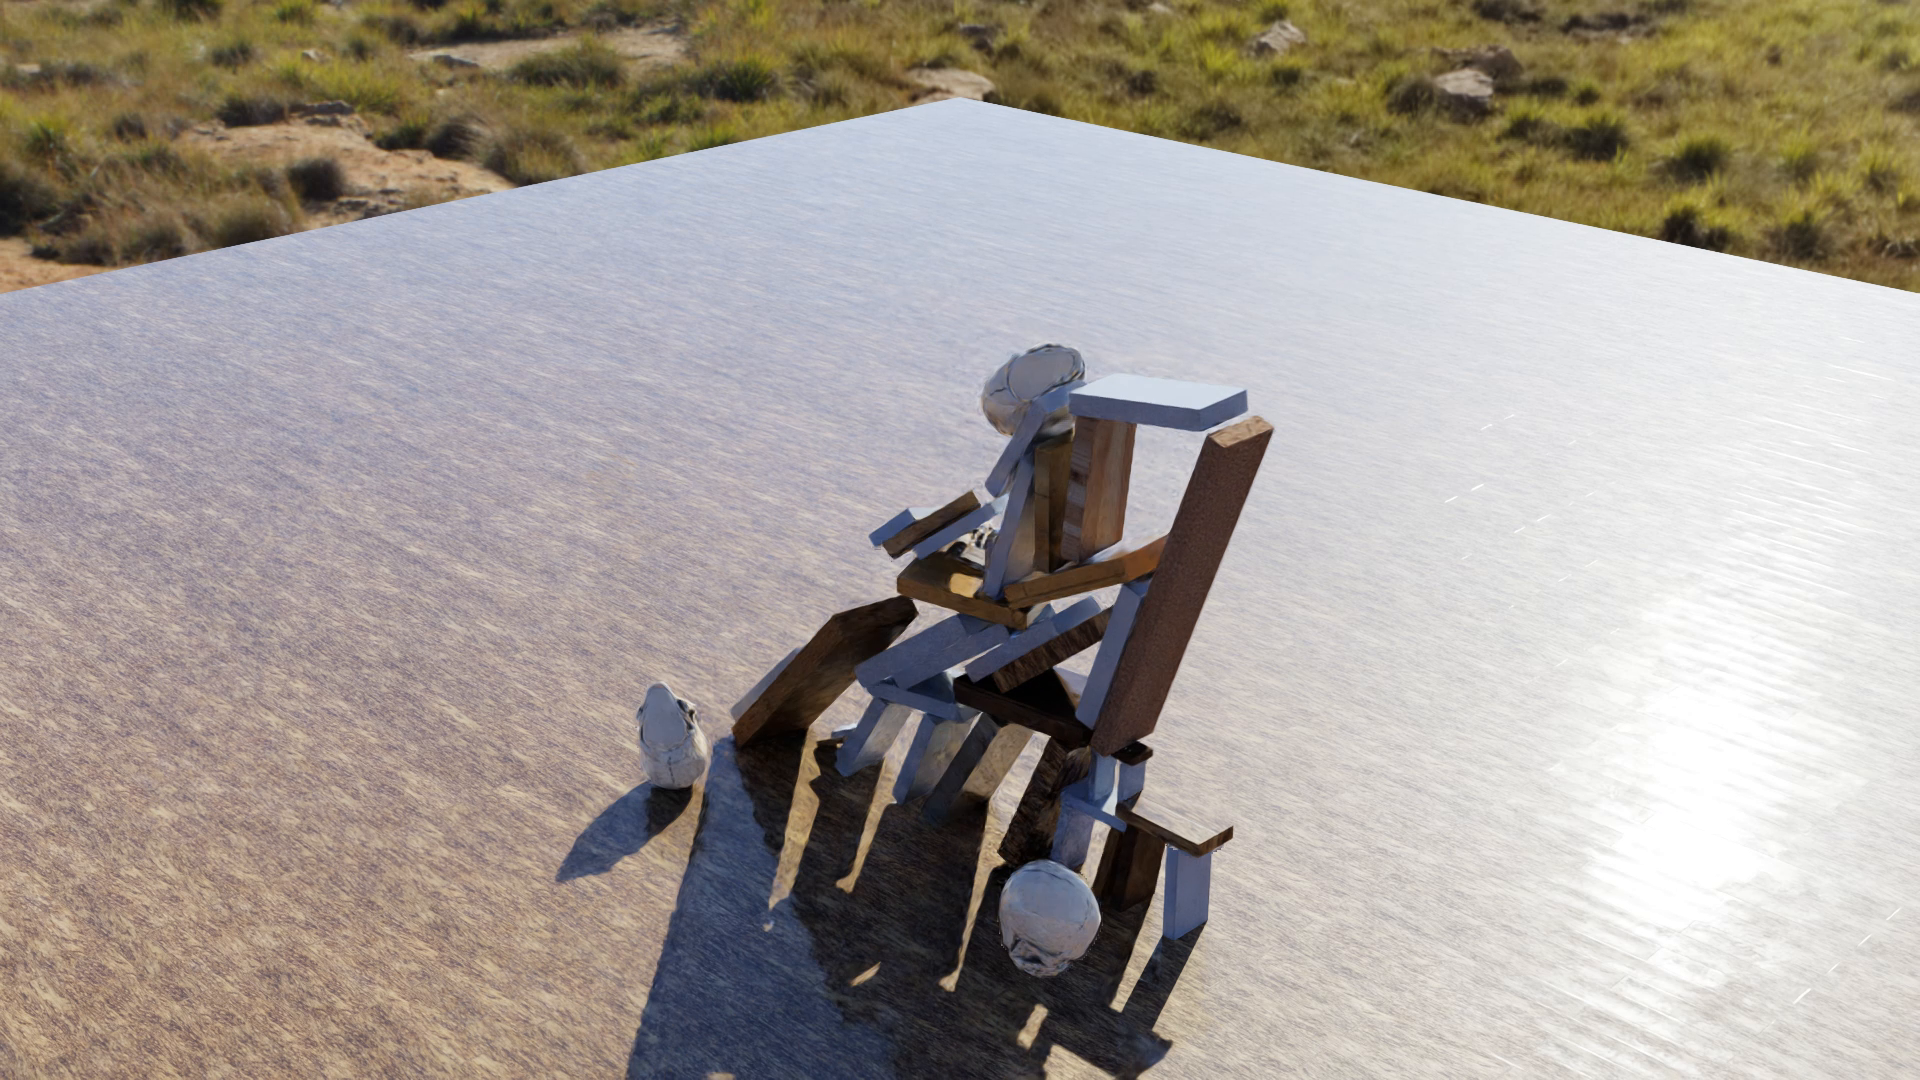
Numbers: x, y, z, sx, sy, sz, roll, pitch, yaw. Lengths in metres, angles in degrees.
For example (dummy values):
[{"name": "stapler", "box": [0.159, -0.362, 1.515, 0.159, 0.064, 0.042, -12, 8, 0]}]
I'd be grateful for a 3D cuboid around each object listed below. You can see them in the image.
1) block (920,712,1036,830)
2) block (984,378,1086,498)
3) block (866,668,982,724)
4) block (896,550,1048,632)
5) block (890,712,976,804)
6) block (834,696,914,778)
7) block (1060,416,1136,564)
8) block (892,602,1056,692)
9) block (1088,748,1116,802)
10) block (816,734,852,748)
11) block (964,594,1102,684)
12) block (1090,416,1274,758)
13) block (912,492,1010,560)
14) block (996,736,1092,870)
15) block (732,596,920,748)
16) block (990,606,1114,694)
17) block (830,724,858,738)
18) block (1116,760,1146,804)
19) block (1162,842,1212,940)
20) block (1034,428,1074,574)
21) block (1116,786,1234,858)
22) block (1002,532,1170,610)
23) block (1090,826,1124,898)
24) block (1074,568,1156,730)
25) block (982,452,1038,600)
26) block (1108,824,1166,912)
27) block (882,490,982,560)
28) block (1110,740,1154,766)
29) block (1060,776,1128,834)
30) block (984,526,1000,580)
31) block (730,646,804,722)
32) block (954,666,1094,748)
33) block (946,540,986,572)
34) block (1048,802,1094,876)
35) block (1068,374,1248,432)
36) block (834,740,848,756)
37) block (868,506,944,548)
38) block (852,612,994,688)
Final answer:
[{"name": "block", "box": [0.054, 0.428, 4.353, 0.167, 0.335, 0.047, -23, 63, -43]}, {"name": "block", "box": [0.140, -0.181, 3.965, 0.122, 0.244, 0.035, -27, 68, -40]}, {"name": "block", "box": [-0.052, 0.297, 4.393, 0.253, 0.036, 0.126, 14, 28, 38]}, {"name": "block", "box": [0.027, 0.090, 4.149, 0.263, 0.037, 0.131, 16, 31, 17]}, {"name": "block", "box": [-0.050, 0.422, 4.448, 0.126, 0.253, 0.036, -23, 58, -39]}, {"name": "block", "box": [-0.164, 0.382, 4.555, 0.126, 0.253, 0.036, -26, 65, -43]}, {"name": "block", "box": [0.248, -0.108, 3.909, 0.039, 0.277, 0.139, 24, 32, 32]}, {"name": "block", "box": [0.024, 0.204, 4.265, 0.131, 0.037, 0.356, -26, -2, -43]}, {"name": "block", "box": [0.267, 0.428, 4.112, 0.056, 0.112, 0.016, -21, 35, -40]}, {"name": "block", "box": [-0.260, 0.424, 4.692, 0.048, 0.014, 0.095, -22, 5, -41]}, {"name": "block", "box": [0.136, 0.188, 4.155, 0.131, 0.037, 0.263, -26, -5, -45]}, {"name": "block", "box": [0.382, 0.092, 3.856, 0.139, 0.700, 0.039, -21, 50, -42]}, {"name": "block", "box": [0.012, -0.029, 4.141, 0.198, 0.028, 0.099, -30, 1, 32]}, {"name": "block", "box": [0.194, 0.478, 4.218, 0.167, 0.335, 0.047, -21, 55, -41]}, {"name": "block", "box": [-0.285, 0.275, 4.499, 0.172, 0.049, 0.633, -15, -17, -31]}, {"name": "block", "box": [0.214, 0.187, 4.092, 0.158, 0.045, 0.316, -25, -5, -46]}, {"name": "block", "box": [-0.223, 0.398, 4.634, 0.095, 0.014, 0.048, -15, 5, 36]}, {"name": "block", "box": [0.316, 0.449, 4.064, 0.056, 0.113, 0.016, -21, 35, -40]}, {"name": "block", "box": [0.417, 0.627, 4.032, 0.099, 0.197, 0.028, -21, 31, -41]}, {"name": "block", "box": [0.186, -0.073, 3.971, 0.035, 0.244, 0.122, 22, 35, 36]}, {"name": "block", "box": [0.390, 0.512, 4.011, 0.099, 0.028, 0.197, -21, 31, -40]}, {"name": "block", "box": [0.240, 0.055, 3.984, 0.158, 0.045, 0.316, -24, 5, -41]}, {"name": "block", "box": [0.301, 0.593, 4.146, 0.084, 0.168, 0.024, -22, 47, -40]}, {"name": "block", "box": [0.314, 0.187, 3.963, 0.045, 0.316, 0.158, 38, 41, 26]}, {"name": "block", "box": [0.127, -0.036, 4.040, 0.035, 0.305, 0.122, 36, 40, 27]}, {"name": "block", "box": [0.338, 0.595, 4.105, 0.099, 0.197, 0.028, -21, 42, -41]}, {"name": "block", "box": [-0.053, -0.028, 4.228, 0.199, 0.028, 0.099, -30, -6, 1]}, {"name": "block", "box": [0.295, 0.381, 4.058, 0.056, 0.016, 0.112, -21, 31, -39]}, {"name": "block", "box": [0.279, 0.496, 4.128, 0.084, 0.024, 0.168, -22, 32, -40]}, {"name": "block", "box": [0.065, 0.026, 4.134, 0.013, 0.094, 0.047, 18, 30, 25]}, {"name": "block", "box": [-0.345, 0.299, 4.699, 0.172, 0.049, 0.344, -16, -16, -36]}, {"name": "block", "box": [0.165, 0.300, 4.175, 0.167, 0.047, 0.335, -21, 27, -41]}, {"name": "block", "box": [0.025, 0.032, 4.195, 0.094, 0.013, 0.047, 22, 35, 22]}, {"name": "block", "box": [0.219, 0.561, 4.222, 0.084, 0.168, 0.024, -21, 43, -41]}, {"name": "block", "box": [0.337, -0.237, 3.763, 0.277, 0.039, 0.139, 11, 24, 40]}, {"name": "block", "box": [-0.223, 0.428, 4.653, 0.048, 0.095, 0.014, -21, 75, -40]}, {"name": "block", "box": [-0.099, -0.025, 4.313, 0.099, 0.028, 0.198, -34, -10, 17]}, {"name": "block", "box": [-0.044, 0.190, 4.301, 0.172, 0.049, 0.344, -26, -2, -44]}]
